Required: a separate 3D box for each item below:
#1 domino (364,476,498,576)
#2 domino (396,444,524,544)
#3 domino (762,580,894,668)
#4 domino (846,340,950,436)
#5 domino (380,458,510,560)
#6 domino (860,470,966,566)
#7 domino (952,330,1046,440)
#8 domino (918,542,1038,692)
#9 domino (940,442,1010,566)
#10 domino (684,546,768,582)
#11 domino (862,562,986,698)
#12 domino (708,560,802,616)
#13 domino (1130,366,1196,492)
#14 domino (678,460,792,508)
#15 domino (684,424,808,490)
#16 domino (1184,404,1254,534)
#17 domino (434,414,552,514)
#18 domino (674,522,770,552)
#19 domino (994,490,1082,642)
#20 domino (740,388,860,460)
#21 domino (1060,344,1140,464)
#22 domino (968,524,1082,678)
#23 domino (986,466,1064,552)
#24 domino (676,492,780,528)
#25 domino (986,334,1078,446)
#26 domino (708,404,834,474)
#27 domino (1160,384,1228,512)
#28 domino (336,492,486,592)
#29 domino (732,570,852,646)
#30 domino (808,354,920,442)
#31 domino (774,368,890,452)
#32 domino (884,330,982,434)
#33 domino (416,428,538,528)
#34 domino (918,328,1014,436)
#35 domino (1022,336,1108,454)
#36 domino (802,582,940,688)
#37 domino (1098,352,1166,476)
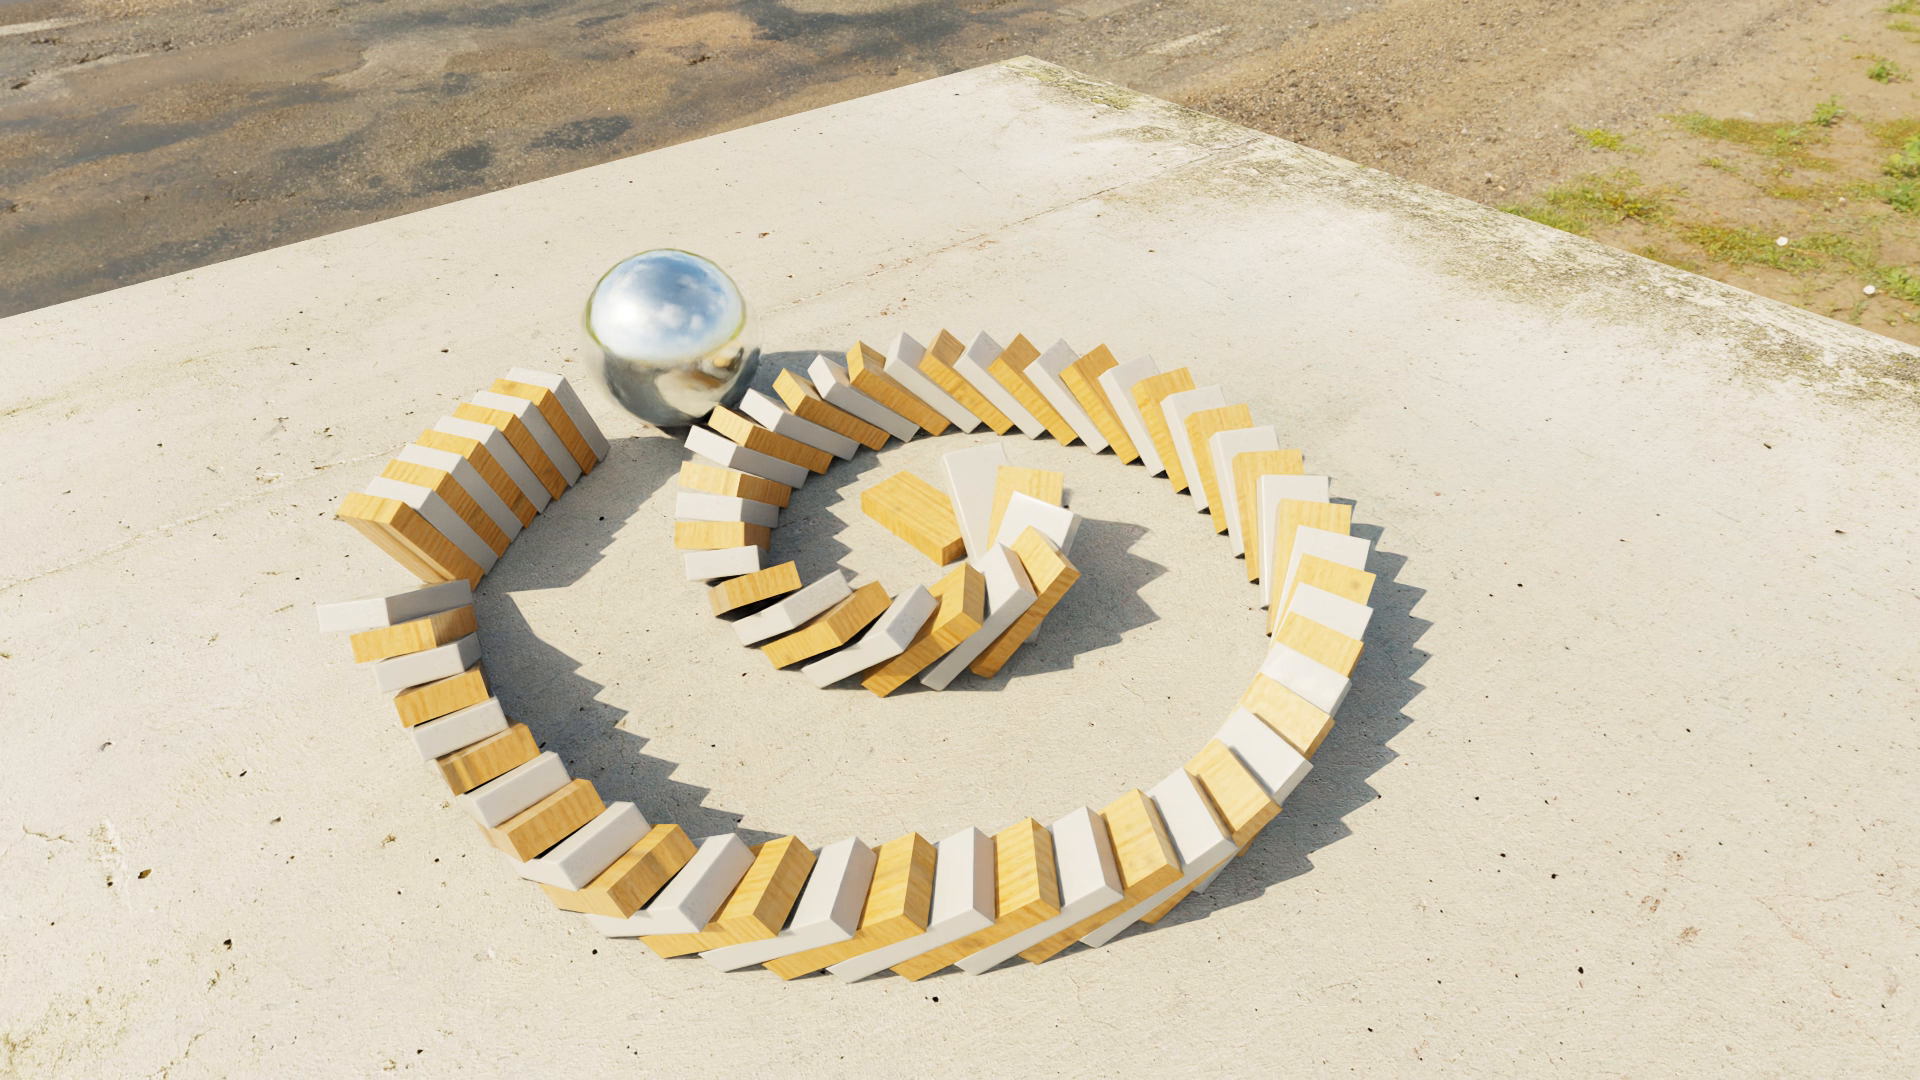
[{"bbox_3d":[-0.200,-0.005,0.417,0.025,0.050,0.009,12,62,14],"label":"domino"},{"bbox_3d":[-0.196,-0.018,0.433,0.025,0.050,0.010,12,62,15],"label":"domino"},{"bbox_3d":[-0.047,0.030,0.382,0.025,0.010,0.050,-39,9,-37],"label":"domino"},{"bbox_3d":[-0.028,-0.069,0.504,0.050,0.010,0.025,29,28,-30],"label":"domino"},{"bbox_3d":[-0.198,-0.011,0.425,0.025,0.050,0.009,12,62,14],"label":"domino"},{"bbox_3d":[-0.015,-0.010,0.455,0.025,0.009,0.050,-31,49,-32],"label":"domino"},{"bbox_3d":[0.022,-0.072,0.508,0.050,0.010,0.025,41,41,-12],"label":"domino"},{"bbox_3d":[0.003,0.027,0.384,0.009,0.050,0.025,31,23,-35],"label":"domino"},{"bbox_3d":[0.011,-0.013,0.439,0.025,0.009,0.050,-13,74,-15],"label":"domino"},{"bbox_3d":[-0.085,0.009,0.407,0.025,0.010,0.050,-7,-2,-7],"label":"domino"},{"bbox_3d":[-0.013,0.031,0.379,0.009,0.050,0.025,38,32,-25],"label":"domino"},{"bbox_3d":[-0.075,0.018,0.396,0.025,0.009,0.050,-17,-1,-20],"label":"domino"},{"bbox_3d":[0.096,-0.048,0.479,0.025,0.009,0.050,-19,82,-23],"label":"domino"},{"bbox_3d":[-0.090,-0.022,0.446,0.025,0.010,0.050,12,0,14],"label":"domino"},{"bbox_3d":[-0.088,-0.034,0.460,0.025,0.010,0.050,24,3,28],"label":"domino"},{"bbox_3d":[0.113,-0.030,0.457,0.025,0.009,0.050,-11,79,-14],"label":"domino"},{"bbox_3d":[-0.190,-0.030,0.448,0.025,0.050,0.010,12,62,15],"label":"domino"},{"bbox_3d":[-0.090,-0.001,0.420,0.025,0.010,0.050,0,-2,1],"label":"domino"},{"bbox_3d":[0.024,0.010,0.404,0.025,0.050,0.009,22,5,25],"label":"domino"},{"bbox_3d":[-0.069,-0.050,0.480,0.025,0.010,0.050,35,9,35],"label":"domino"},{"bbox_3d":[0.069,-0.061,0.495,0.025,0.009,0.050,-37,92,-36],"label":"domino"},{"bbox_3d":[0.018,0.022,0.390,0.010,0.050,0.025,27,18,-45],"label":"domino"},{"bbox_3d":[0.024,-0.002,0.419,0.025,0.050,0.010,7,-4,8],"label":"domino"},{"bbox_3d":[-0.091,-0.011,0.433,0.025,0.009,0.050,5,-1,6],"label":"domino"},{"bbox_3d":[0.038,-0.069,0.505,0.050,0.009,0.025,44,44,-9],"label":"domino"},{"bbox_3d":[-0.080,-0.043,0.470,0.025,0.010,0.050,30,7,35],"label":"domino"},{"bbox_3d":[0.106,-0.039,0.468,0.025,0.009,0.050,-14,80,-17],"label":"domino"},{"bbox_3d":[-0.203,0.001,0.408,0.025,0.050,0.009,9,62,19],"label":"domino"},{"bbox_3d":[-0.060,0.024,0.388,0.025,0.009,0.050,-31,5,-32],"label":"domino"},{"bbox_3d":[-0.043,-0.064,0.497,0.050,0.010,0.025,25,22,-39],"label":"domino"},{"bbox_3d":[-0.057,-0.058,0.490,0.050,0.009,0.025,22,20,-44],"label":"domino"},{"bbox_3d":[-0.011,-0.073,0.509,0.050,0.010,0.025,35,34,-21],"label":"domino"},{"bbox_3d":[-0.193,-0.024,0.440,0.025,0.050,0.009,12,62,15],"label":"domino"},{"bbox_3d":[0.006,-0.073,0.510,0.050,0.009,0.025,38,38,-16],"label":"domino"},{"bbox_3d":[0.054,-0.066,0.501,0.050,0.010,0.025,48,49,-5],"label":"domino"},{"bbox_3d":[-0.031,0.033,0.377,0.050,0.009,0.025,-28,18,45],"label":"domino"},{"bbox_3d":[0.084,-0.056,0.488,0.025,0.009,0.050,-26,85,-29],"label":"domino"}]
